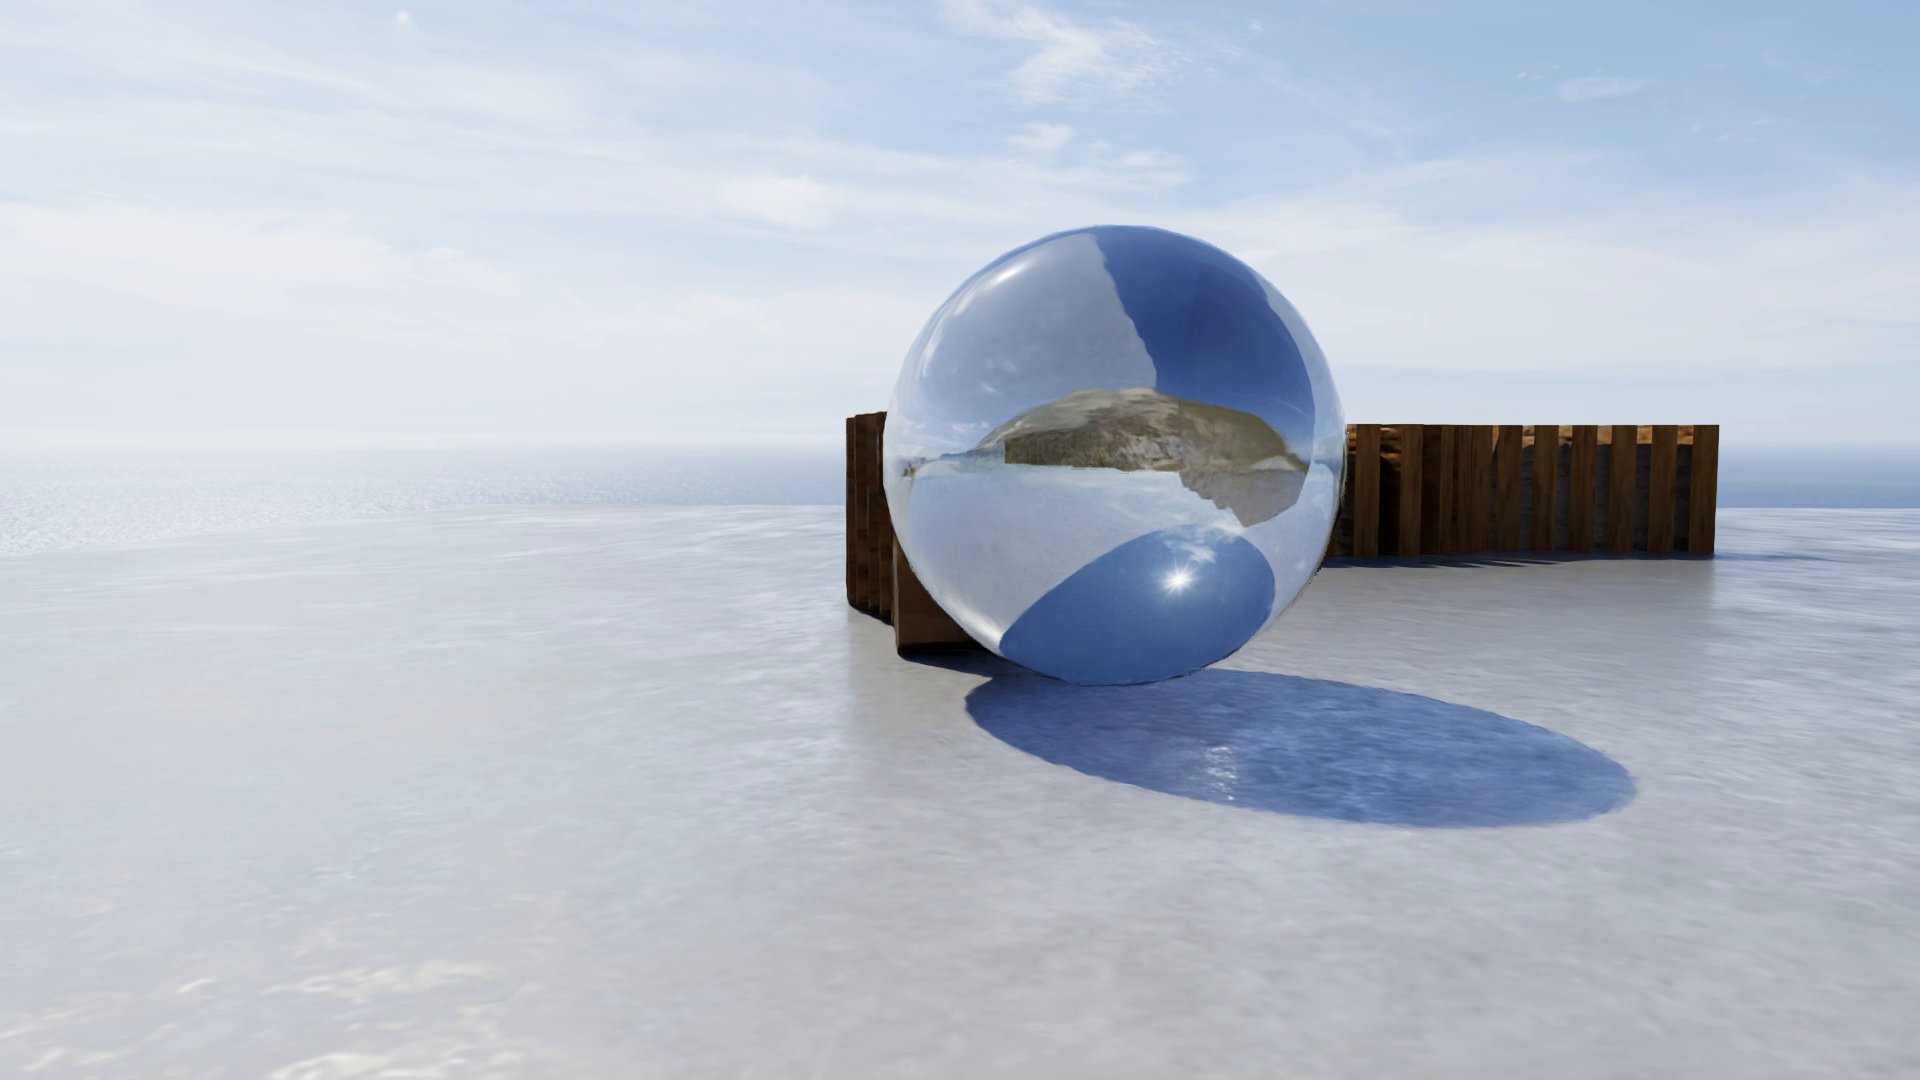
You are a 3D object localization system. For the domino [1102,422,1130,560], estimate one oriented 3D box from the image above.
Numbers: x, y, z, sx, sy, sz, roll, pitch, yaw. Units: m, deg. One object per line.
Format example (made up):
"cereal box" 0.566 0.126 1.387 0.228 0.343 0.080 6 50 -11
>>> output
"domino" 0.050 -0.018 0.477 0.010 0.050 0.025 0 3 -33

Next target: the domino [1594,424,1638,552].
"domino" 0.263 -0.021 0.519 0.009 0.050 0.025 1 4 8

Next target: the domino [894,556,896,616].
"domino" -0.002 -0.003 0.276 0.025 0.050 0.009 0 -16 -6

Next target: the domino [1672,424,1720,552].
"domino" 0.293 -0.021 0.515 0.009 0.050 0.025 1 4 8

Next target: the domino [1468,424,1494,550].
"domino" 0.203 -0.022 0.521 0.010 0.050 0.025 -1 4 -16

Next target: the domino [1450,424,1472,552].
"domino" 0.190 -0.021 0.514 0.010 0.050 0.025 -4 6 -39

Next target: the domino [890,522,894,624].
"domino" -0.004 -0.006 0.307 0.025 0.050 0.010 0 -16 -6

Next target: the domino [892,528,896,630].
"domino" -0.003 -0.005 0.297 0.025 0.050 0.009 0 -16 -6

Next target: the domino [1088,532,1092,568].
"domino" 0.033 -0.016 0.442 0.025 0.050 0.010 1 -6 11

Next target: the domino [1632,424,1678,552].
"domino" 0.278 -0.021 0.517 0.009 0.050 0.025 1 4 8

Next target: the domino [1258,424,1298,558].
"domino" 0.122 -0.019 0.493 0.010 0.050 0.025 0 4 -1

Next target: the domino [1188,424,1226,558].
"domino" 0.092 -0.019 0.491 0.009 0.050 0.025 -1 4 -12

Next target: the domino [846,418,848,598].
"domino" -0.019 -0.009 0.358 0.025 0.050 0.010 0 -19 -5

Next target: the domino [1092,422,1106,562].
"domino" 0.039 -0.018 0.467 0.025 0.050 0.009 3 2 31

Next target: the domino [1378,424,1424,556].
"domino" 0.166 -0.020 0.496 0.009 0.050 0.025 -1 5 -18

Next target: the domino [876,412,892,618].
"domino" -0.008 -0.006 0.316 0.025 0.050 0.009 0 -16 -6

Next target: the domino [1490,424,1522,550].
"domino" 0.218 -0.022 0.523 0.009 0.050 0.025 0 4 -1

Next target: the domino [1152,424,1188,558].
"domino" 0.077 -0.019 0.487 0.009 0.050 0.025 -1 4 -15

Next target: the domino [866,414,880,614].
"domino" -0.011 -0.007 0.326 0.025 0.050 0.010 0 -16 -6

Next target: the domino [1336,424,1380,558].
"domino" 0.152 -0.019 0.494 0.009 0.050 0.025 0 4 -5

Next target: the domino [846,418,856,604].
"domino" -0.018 -0.008 0.347 0.025 0.050 0.009 0 -19 -6

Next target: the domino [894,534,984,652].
"domino" -0.001 -0.003 0.266 0.025 0.050 0.009 0 -16 -6

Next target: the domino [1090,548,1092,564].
"domino" 0.034 -0.017 0.454 0.025 0.050 0.009 1 0 11

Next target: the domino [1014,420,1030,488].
"domino" 0.004 -0.012 0.401 0.025 0.050 0.010 3 -18 36

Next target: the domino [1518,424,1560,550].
"domino" 0.233 -0.022 0.522 0.009 0.050 0.025 0 4 4

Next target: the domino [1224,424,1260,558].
"domino" 0.106 -0.019 0.492 0.009 0.050 0.025 0 4 -3

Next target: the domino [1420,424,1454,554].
"domino" 0.179 -0.020 0.504 0.009 0.050 0.025 -4 6 -41

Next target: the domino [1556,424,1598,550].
"domino" 0.248 -0.022 0.521 0.009 0.050 0.025 0 4 6

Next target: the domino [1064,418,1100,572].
"domino" 0.031 -0.015 0.428 0.025 0.050 0.009 2 -10 22

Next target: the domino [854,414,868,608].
"domino" -0.015 -0.008 0.336 0.025 0.050 0.009 0 -16 -6

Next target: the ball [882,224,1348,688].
"ball" 0.026 -0.014 0.225 0.080 0.080 0.080 0 4 0

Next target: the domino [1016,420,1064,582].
"domino" 0.015 -0.013 0.408 0.025 0.050 0.009 4 -15 41

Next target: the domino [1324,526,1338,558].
"domino" 0.137 -0.019 0.493 0.009 0.050 0.025 0 4 -1

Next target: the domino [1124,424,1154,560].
"domino" 0.063 -0.019 0.483 0.009 0.050 0.025 -2 5 -20

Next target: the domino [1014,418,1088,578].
"domino" 0.025 -0.014 0.416 0.025 0.050 0.009 4 -10 41
